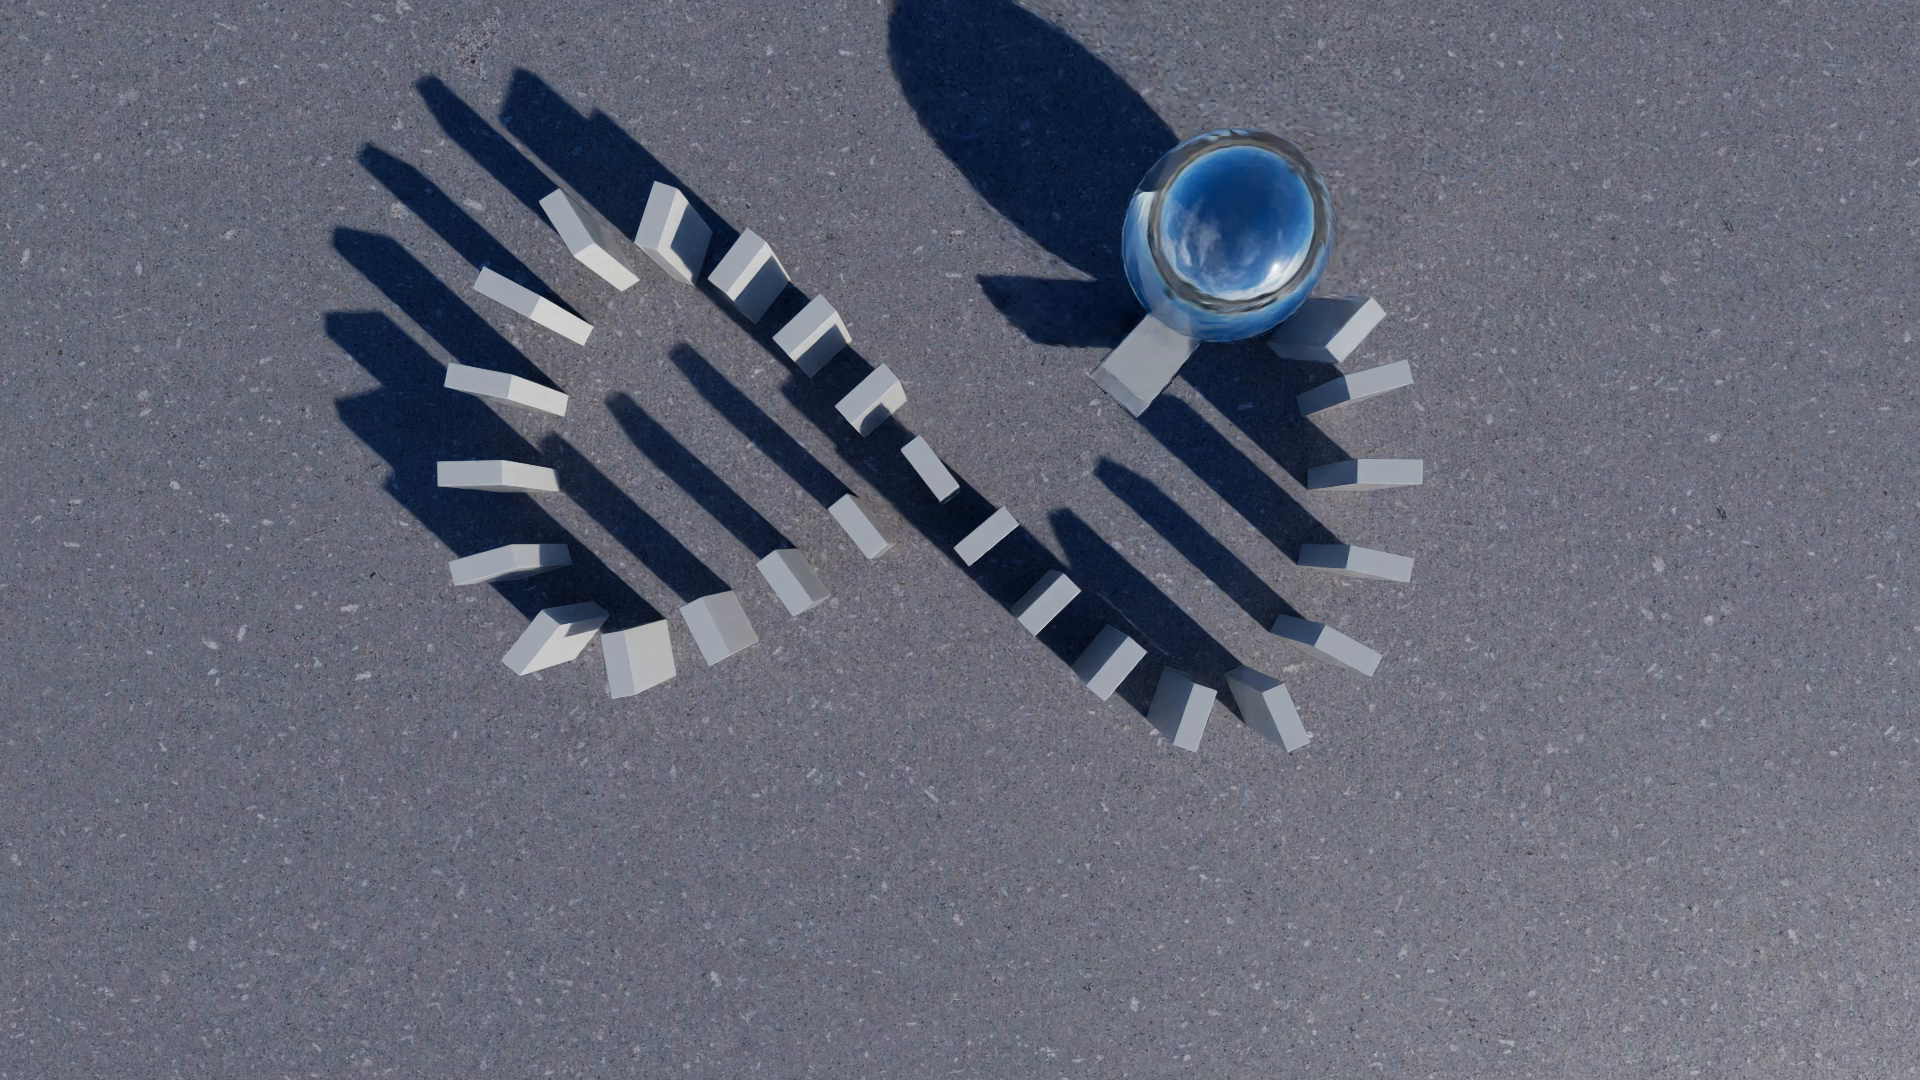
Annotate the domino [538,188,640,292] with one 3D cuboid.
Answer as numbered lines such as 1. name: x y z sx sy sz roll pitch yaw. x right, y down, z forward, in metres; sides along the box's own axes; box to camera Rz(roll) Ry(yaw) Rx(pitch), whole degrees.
1. domino: -0.150 -0.121 0.375 0.009 0.050 0.025 -33 90 0

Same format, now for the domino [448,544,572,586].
1. domino: -0.182 0.010 0.375 0.025 0.050 0.009 -16 90 0

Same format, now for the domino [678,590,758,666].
1. domino: -0.098 0.035 0.375 0.009 0.050 0.025 -27 90 0

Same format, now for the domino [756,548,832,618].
1. domino: -0.067 0.017 0.375 0.010 0.050 0.025 -36 90 0

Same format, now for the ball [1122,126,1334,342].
1. ball: 0.104 -0.119 0.360 0.080 0.080 0.080 0 90 0

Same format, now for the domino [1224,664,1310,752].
1. domino: 0.124 0.068 0.375 0.009 0.050 0.025 -24 90 0

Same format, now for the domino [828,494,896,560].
1. domino: -0.039 -0.005 0.375 0.010 0.050 0.025 -39 90 0

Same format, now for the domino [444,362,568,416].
1. domino: -0.184 -0.061 0.375 0.025 0.050 0.010 11 90 0

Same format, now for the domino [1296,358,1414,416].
1. domino: 0.160 -0.062 0.375 0.025 0.050 0.009 -15 90 0

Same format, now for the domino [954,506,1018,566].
1. domino: 0.010 -0.002 0.375 0.025 0.050 0.010 -40 90 0

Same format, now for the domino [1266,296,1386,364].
1. domino: 0.148 -0.086 0.374 0.010 0.050 0.025 41 96 -15

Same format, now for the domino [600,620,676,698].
1. domino: -0.131 0.048 0.375 0.010 0.050 0.025 -10 90 0

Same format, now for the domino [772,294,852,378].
1. domino: -0.059 -0.082 0.375 0.025 0.050 0.009 -43 90 0

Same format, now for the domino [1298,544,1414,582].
1. domino: 0.160 0.009 0.375 0.025 0.050 0.010 12 90 0

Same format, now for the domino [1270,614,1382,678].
1. domino: 0.148 0.042 0.375 0.025 0.050 0.010 28 90 0

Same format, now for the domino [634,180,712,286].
1. domino: -0.116 -0.124 0.375 0.009 0.050 0.025 18 90 0

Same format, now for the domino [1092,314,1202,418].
1. domino: 0.079 -0.076 0.383 0.025 0.009 0.050 41 60 1

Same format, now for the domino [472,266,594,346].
1. domino: -0.173 -0.095 0.375 0.025 0.050 0.010 28 90 0

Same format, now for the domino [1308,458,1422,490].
1. domino: 0.164 -0.026 0.375 0.025 0.050 0.010 1 90 0

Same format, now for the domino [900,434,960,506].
1. domino: -0.012 -0.028 0.375 0.009 0.050 0.025 -38 90 0

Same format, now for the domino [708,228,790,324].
1. domino: -0.085 -0.107 0.375 0.009 0.050 0.025 38 90 0

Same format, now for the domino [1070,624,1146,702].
1. domino: 0.060 0.049 0.375 0.010 0.050 0.025 40 90 0

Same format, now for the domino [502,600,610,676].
1. domino: -0.164 0.039 0.375 0.009 0.050 0.025 39 90 0

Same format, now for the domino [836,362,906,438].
1. domino: -0.036 -0.056 0.375 0.025 0.050 0.010 -42 90 0

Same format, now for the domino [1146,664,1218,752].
1. domino: 0.090 0.068 0.375 0.009 0.050 0.025 19 90 0

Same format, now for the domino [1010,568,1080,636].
1. domino: 0.034 0.025 0.375 0.025 0.050 0.010 -45 90 0

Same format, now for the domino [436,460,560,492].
1. domino: -0.187 -0.026 0.375 0.025 0.050 0.010 -1 90 0
